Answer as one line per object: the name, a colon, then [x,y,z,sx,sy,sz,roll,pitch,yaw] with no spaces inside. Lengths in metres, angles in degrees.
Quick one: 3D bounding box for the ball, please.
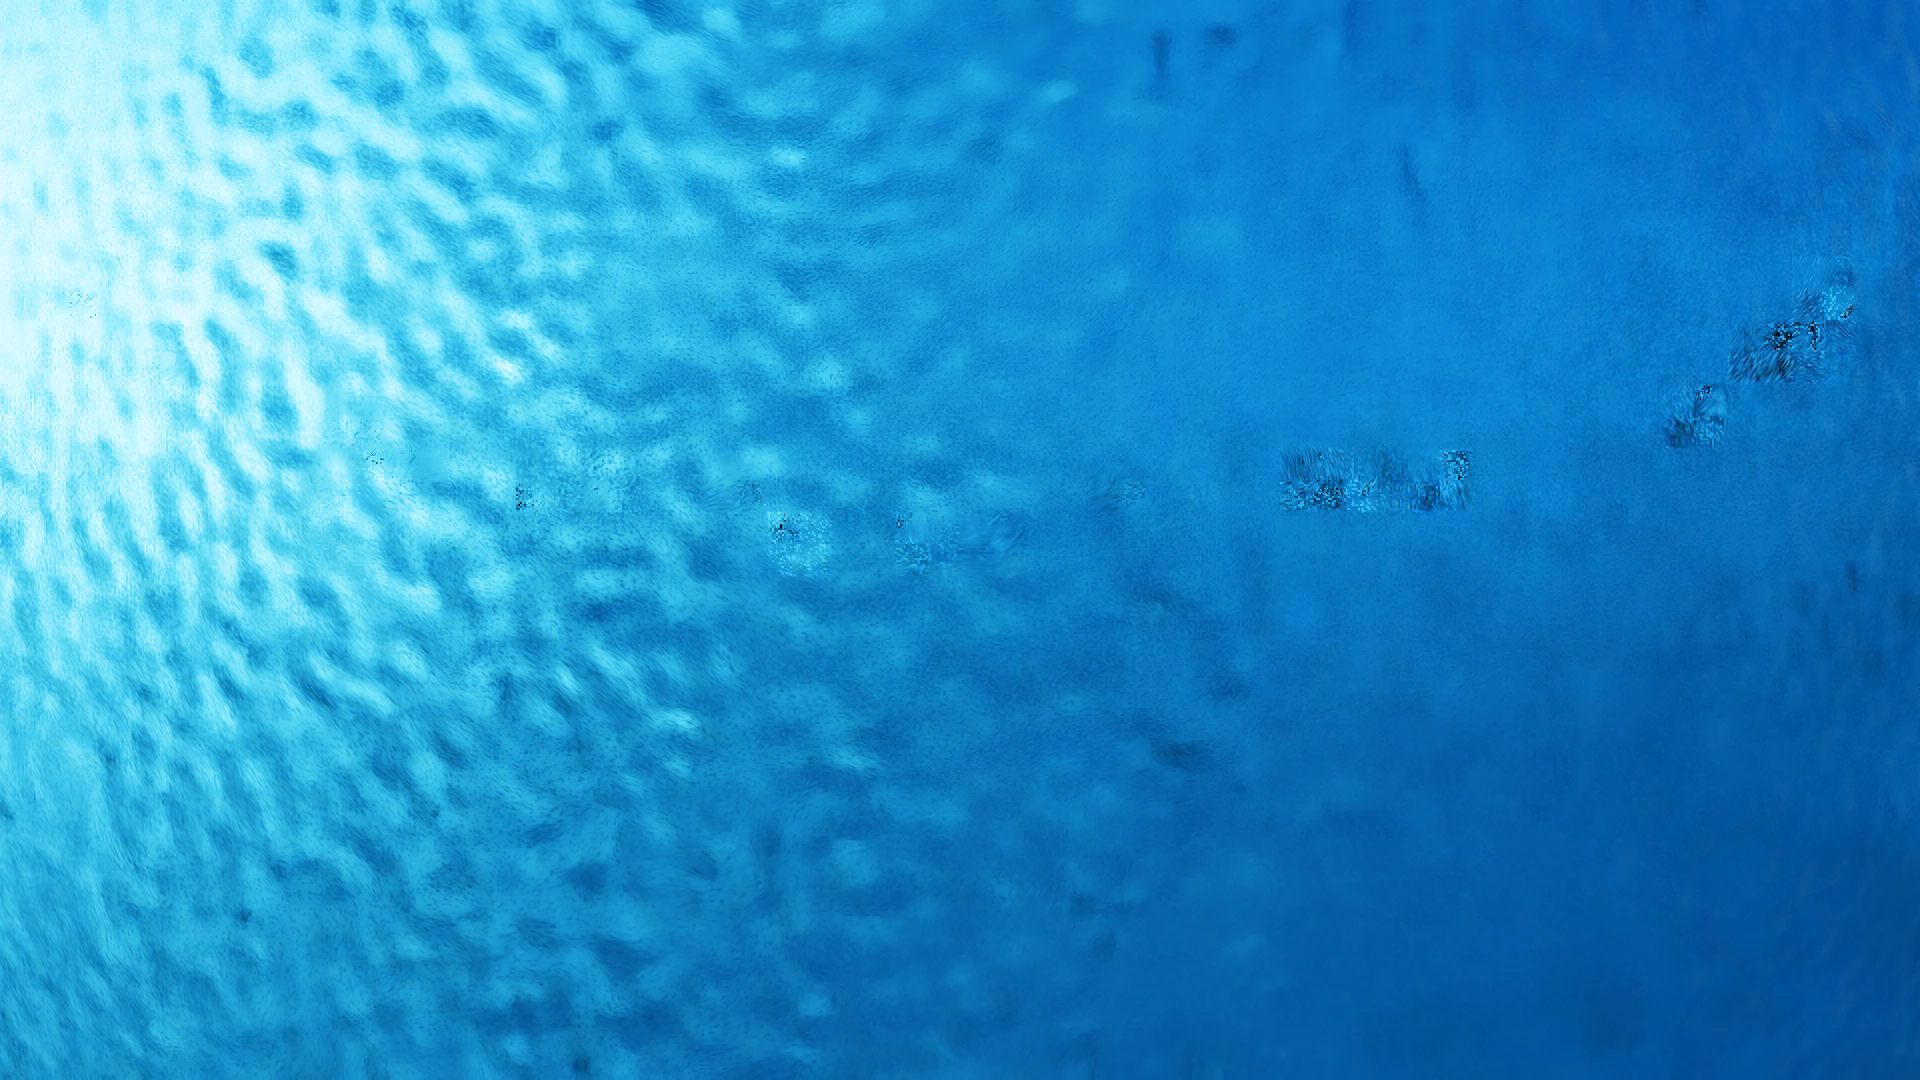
ball: [0.000,-0.002,0.056,0.080,0.080,0.080,0,4,0]
